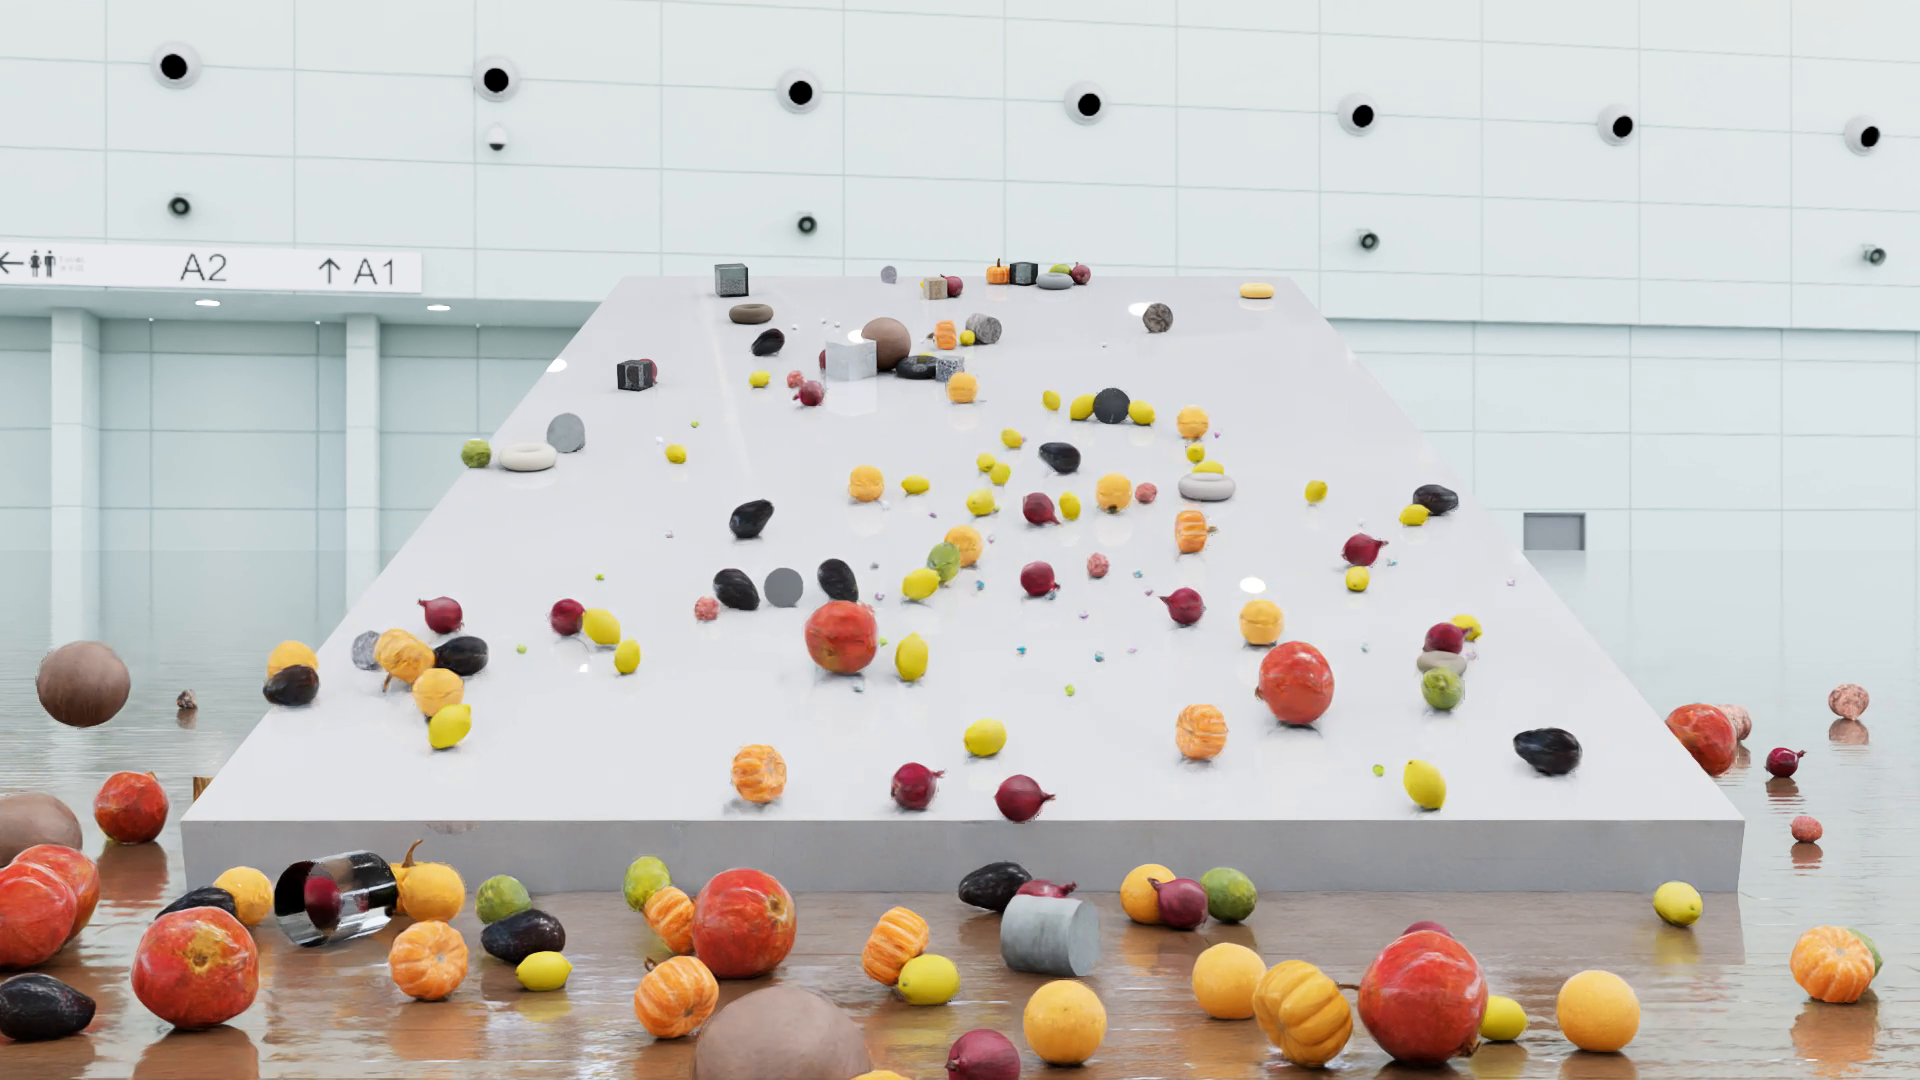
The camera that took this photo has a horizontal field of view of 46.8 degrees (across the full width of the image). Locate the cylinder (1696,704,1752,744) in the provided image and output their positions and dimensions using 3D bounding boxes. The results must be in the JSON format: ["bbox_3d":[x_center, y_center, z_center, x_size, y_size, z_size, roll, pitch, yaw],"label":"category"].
[{"bbox_3d":[1.723,0.415,5.003,0.085,0.085,0.085,0,0,-34],"label":"cylinder"}]

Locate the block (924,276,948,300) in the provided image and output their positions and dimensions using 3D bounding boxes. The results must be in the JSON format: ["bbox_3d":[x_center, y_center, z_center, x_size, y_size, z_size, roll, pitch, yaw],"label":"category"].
[{"bbox_3d":[-0.070,-0.716,6.315,0.054,0.054,0.054,-5,18,-17],"label":"block"}]

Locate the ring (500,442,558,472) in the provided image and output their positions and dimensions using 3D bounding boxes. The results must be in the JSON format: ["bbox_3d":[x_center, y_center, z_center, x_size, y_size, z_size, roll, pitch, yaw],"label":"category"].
[{"bbox_3d":[-0.879,-0.170,4.519,0.117,0.039,0.117,0,18,0],"label":"ring"}]

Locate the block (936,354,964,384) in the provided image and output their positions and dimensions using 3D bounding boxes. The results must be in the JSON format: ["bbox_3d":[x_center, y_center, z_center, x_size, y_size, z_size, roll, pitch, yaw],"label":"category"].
[{"bbox_3d":[-0.023,-0.407,5.286,0.054,0.054,0.054,5,17,17],"label":"block"}]

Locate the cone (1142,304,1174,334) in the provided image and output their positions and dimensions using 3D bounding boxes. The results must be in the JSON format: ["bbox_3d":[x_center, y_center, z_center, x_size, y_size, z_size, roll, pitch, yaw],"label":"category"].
[{"bbox_3d":[0.517,-0.577,5.882,0.083,0.083,0.083,0,-10,-6],"label":"cone"}]

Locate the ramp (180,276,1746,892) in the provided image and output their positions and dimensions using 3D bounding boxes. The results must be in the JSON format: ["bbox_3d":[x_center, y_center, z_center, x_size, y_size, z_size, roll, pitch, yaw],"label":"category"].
[{"bbox_3d":[-0.003,-0.170,4.762,2.000,0.100,4.000,0,17,0],"label":"ramp"}]

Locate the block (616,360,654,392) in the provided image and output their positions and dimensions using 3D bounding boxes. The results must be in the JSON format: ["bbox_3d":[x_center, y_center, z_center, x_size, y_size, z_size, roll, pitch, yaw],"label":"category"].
[{"bbox_3d":[-0.763,-0.386,5.202,0.060,0.060,0.060,8,18,23],"label":"block"}]

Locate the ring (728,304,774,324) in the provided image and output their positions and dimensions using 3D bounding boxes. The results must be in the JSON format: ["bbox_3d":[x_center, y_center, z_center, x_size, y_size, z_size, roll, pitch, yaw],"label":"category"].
[{"bbox_3d":[-0.564,-0.611,5.987,0.121,0.040,0.121,-1,16,0],"label":"ring"}]

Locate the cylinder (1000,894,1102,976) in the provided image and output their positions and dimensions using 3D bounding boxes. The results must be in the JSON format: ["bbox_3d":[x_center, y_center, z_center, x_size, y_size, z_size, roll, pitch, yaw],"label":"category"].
[{"bbox_3d":[0.095,0.413,2.319,0.078,0.078,0.078,0,0,30],"label":"cylinder"}]

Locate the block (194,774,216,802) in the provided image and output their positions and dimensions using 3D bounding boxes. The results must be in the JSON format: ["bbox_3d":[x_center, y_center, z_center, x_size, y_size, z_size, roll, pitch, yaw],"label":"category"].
[{"bbox_3d":[-1.097,0.407,3.379,0.095,0.095,0.095,0,0,32],"label":"block"}]

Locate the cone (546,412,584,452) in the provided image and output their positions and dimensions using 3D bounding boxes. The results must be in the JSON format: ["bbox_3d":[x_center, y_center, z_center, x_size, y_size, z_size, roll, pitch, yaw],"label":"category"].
[{"bbox_3d":[-0.810,-0.216,4.670,0.087,0.087,0.087,0,-11,18],"label":"cone"}]

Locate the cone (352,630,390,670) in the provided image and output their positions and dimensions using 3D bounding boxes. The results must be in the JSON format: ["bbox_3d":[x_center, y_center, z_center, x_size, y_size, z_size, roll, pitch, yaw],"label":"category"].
[{"bbox_3d":[-0.888,0.174,3.394,0.061,0.061,0.061,0,-11,18],"label":"cone"}]

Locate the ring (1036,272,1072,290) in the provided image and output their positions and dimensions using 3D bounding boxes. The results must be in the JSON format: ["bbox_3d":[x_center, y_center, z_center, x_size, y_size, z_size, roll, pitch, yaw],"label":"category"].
[{"bbox_3d":[0.275,-0.757,6.482,0.109,0.036,0.109,1,17,0],"label":"ring"}]

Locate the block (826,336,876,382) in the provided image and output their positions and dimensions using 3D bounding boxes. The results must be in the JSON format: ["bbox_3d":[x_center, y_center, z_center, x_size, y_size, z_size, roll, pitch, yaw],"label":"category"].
[{"bbox_3d":[-0.262,-0.436,5.323,0.086,0.086,0.086,-15,22,-40],"label":"block"}]

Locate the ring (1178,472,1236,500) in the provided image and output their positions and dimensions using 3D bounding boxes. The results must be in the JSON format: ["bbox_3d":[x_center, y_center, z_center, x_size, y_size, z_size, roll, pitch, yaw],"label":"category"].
[{"bbox_3d":[0.479,-0.104,4.308,0.112,0.037,0.112,0,16,0],"label":"ring"}]

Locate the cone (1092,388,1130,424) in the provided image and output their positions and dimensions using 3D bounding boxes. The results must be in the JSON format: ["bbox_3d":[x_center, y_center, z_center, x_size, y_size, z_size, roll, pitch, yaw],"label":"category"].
[{"bbox_3d":[0.340,-0.287,4.916,0.083,0.083,0.083,0,-10,9],"label":"cone"}]

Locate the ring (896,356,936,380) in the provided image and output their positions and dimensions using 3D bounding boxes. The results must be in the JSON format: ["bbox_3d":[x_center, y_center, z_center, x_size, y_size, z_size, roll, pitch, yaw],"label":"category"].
[{"bbox_3d":[-0.098,-0.416,5.340,0.116,0.039,0.116,-2,20,1],"label":"ring"}]

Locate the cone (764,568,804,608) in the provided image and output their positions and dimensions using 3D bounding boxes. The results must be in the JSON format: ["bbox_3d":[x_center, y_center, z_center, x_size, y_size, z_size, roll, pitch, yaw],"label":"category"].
[{"bbox_3d":[-0.289,0.084,3.690,0.067,0.067,0.067,0,-10,4],"label":"cone"}]

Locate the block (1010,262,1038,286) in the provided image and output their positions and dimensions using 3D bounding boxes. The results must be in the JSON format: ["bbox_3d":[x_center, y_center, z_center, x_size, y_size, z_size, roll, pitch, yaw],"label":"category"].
[{"bbox_3d":[0.188,-0.784,6.528,0.060,0.060,0.060,15,22,40],"label":"block"}]

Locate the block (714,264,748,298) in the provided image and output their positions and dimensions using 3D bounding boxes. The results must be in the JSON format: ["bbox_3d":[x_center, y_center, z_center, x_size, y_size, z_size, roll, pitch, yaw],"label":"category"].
[{"bbox_3d":[-0.655,-0.744,6.356,0.082,0.082,0.082,-5,17,-16],"label":"block"}]

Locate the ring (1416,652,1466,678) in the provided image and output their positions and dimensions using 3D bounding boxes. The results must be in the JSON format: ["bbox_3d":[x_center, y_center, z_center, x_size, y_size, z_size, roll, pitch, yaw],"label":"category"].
[{"bbox_3d":[0.729,0.188,3.356,0.075,0.025,0.075,1,15,0],"label":"ring"}]

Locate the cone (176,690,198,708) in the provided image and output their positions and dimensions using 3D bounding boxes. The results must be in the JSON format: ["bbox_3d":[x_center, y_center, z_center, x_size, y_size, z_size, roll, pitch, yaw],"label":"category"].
[{"bbox_3d":[-2.093,0.446,6.046,0.058,0.058,0.058,31,17,31],"label":"cone"}]

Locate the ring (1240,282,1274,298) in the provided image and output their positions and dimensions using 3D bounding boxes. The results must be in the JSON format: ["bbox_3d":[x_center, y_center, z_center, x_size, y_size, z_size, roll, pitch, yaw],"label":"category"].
[{"bbox_3d":[0.849,-0.713,6.345,0.101,0.034,0.101,0,16,0],"label":"ring"}]
